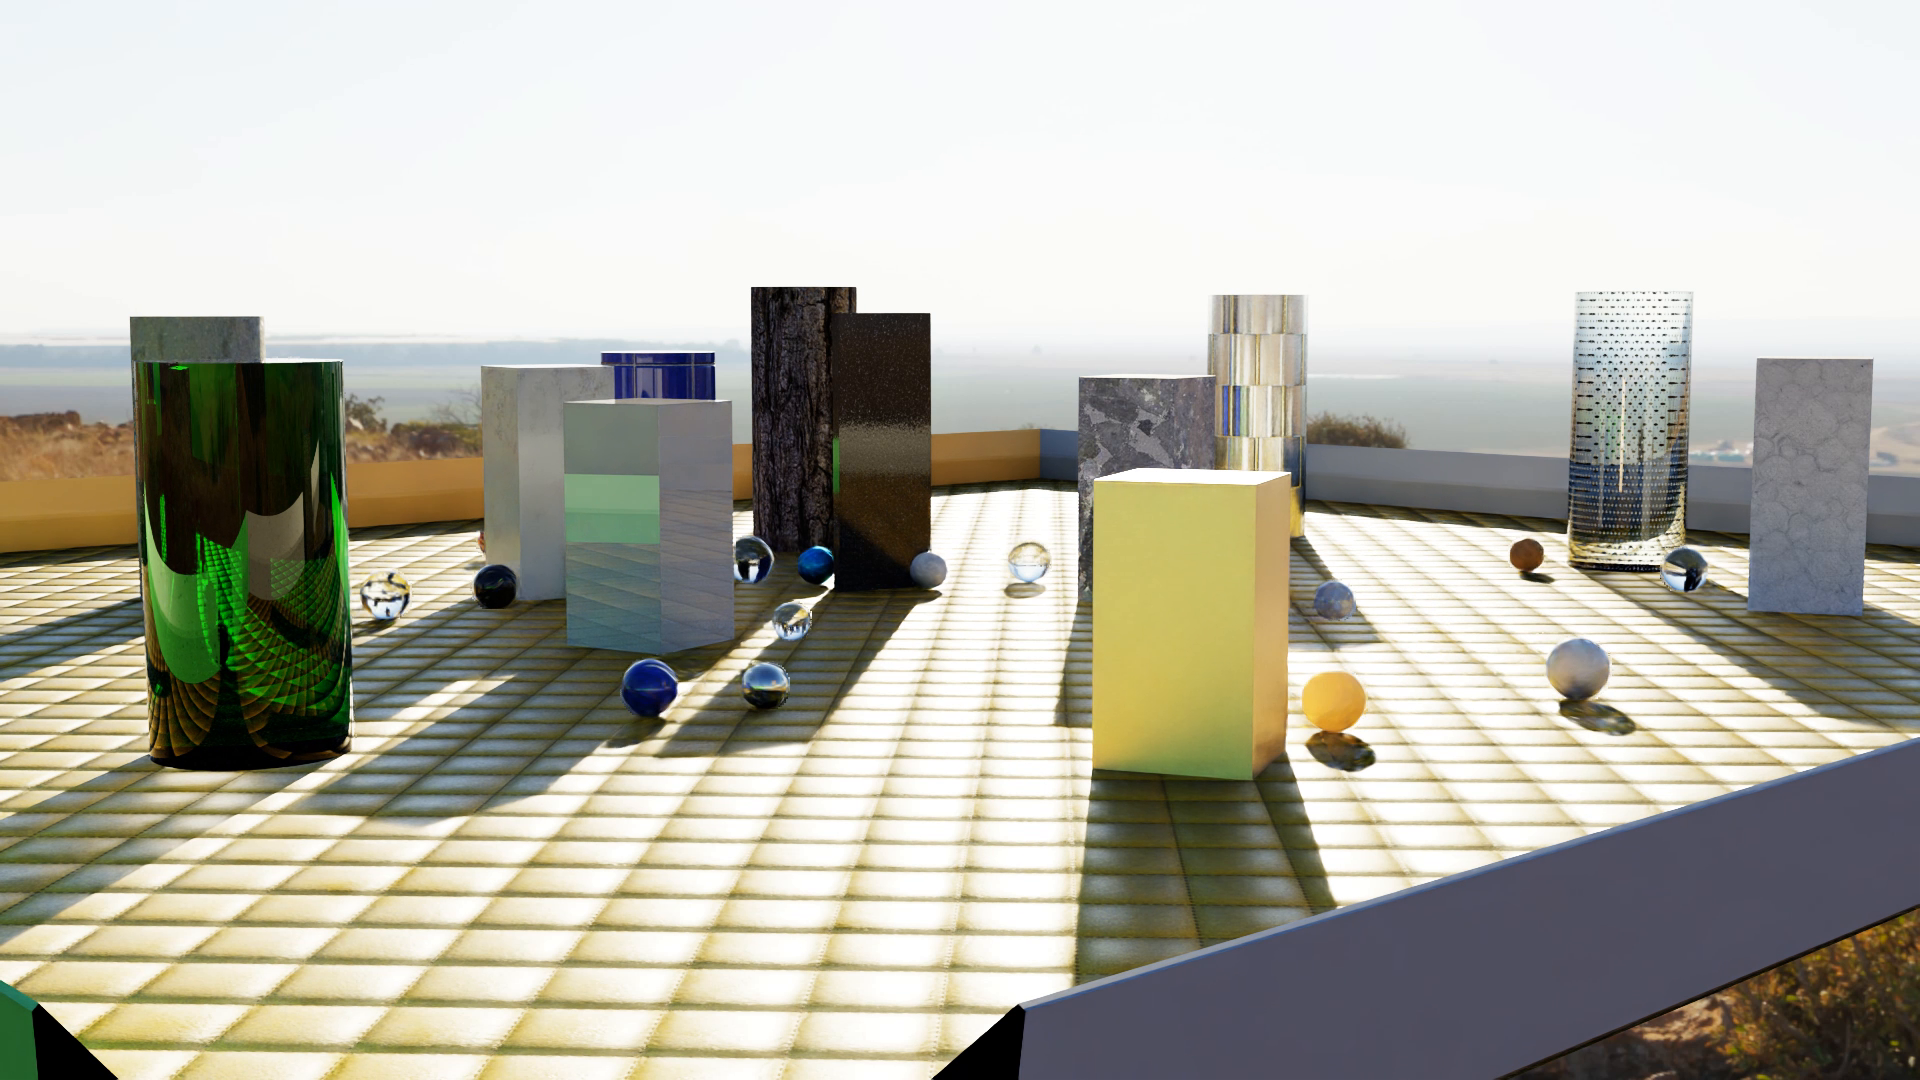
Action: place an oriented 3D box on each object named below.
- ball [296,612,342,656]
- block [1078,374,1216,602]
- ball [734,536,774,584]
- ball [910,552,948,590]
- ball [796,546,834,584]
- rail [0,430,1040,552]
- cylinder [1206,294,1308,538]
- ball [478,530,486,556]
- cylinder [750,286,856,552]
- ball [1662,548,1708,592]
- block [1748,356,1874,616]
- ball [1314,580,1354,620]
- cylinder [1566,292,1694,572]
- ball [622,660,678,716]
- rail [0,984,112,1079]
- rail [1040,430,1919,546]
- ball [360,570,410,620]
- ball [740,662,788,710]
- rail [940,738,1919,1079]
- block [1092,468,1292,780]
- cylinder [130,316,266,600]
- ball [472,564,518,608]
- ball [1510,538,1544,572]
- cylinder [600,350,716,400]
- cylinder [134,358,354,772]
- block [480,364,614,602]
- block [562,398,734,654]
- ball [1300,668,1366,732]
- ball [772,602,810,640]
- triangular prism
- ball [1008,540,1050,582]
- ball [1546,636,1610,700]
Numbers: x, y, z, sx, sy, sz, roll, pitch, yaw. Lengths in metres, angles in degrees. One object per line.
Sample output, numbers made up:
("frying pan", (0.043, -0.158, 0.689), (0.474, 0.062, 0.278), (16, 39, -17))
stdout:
("ball", (-0.829, 0.122, 2.844), (0.057, 0.057, 0.057), (0, 6, 0))
("block", (0.289, -0.081, 3.403), (0.159, 0.344, 0.159), (3, 7, 29))
("ball", (-0.344, 0.033, 3.601), (0.077, 0.077, 0.077), (0, 6, 0))
("ball", (-0.050, 0.049, 3.526), (0.061, 0.061, 0.061), (0, 6, 0))
("ball", (-0.235, 0.042, 3.587), (0.062, 0.062, 0.062), (0, 6, 0))
("rail", (-1.163, -0.097, 4.585), (3.791, 0.129, 0.045), (-5, 8, -42))
("cylinder", (0.590, -0.249, 4.376), (0.199, 0.476, 0.199), (0, 6, 0))
("ball", (-0.834, 0.003, 3.952), (0.064, 0.064, 0.064), (0, 6, 0))
("cylinder", (-0.292, -0.230, 4.137), (0.199, 0.489, 0.199), (0, 6, 0))
("ball", (1.152, 0.047, 3.495), (0.070, 0.070, 0.070), (0, 6, 0))
("block", (1.278, -0.086, 3.303), (0.159, 0.375, 0.159), (2, 6, 23))
("ball", (0.539, 0.087, 3.168), (0.058, 0.058, 0.058), (0, 6, 0))
("cylinder", (1.165, -0.192, 3.827), (0.199, 0.477, 0.199), (0, 6, 0))
("ball", (-0.342, 0.163, 2.423), (0.063, 0.063, 0.063), (0, 6, 0))
("rail", (-1.376, 0.165, 2.069), (0.045, 0.129, 3.477), (-5, 8, -42))
("rail", (1.376, -0.098, 4.594), (0.045, 0.129, 3.477), (-5, 8, -42))
("ball", (-0.832, 0.079, 3.183), (0.072, 0.072, 0.072), (0, 6, 0))
("ball", (-0.219, 0.164, 2.464), (0.052, 0.052, 0.052), (0, 6, 0))
("rail", (1.163, 0.164, 2.078), (3.791, 0.129, 0.045), (-5, 8, -42))
("block", (0.231, 0.078, 2.179), (0.159, 0.283, 0.159), (2, 6, 20))
("cylinder", (-1.183, -0.130, 3.435), (0.199, 0.436, 0.199), (0, 6, 0))
("ball", (-0.696, 0.069, 3.296), (0.068, 0.068, 0.068), (0, 6, 0))
("ball", (0.971, 0.025, 3.766), (0.059, 0.059, 0.059), (0, 6, 0))
("cylinder", (-0.526, -0.142, 3.850), (0.199, 0.373, 0.199), (0, 6, 0))
("cylinder", (-0.718, 0.018, 2.213), (0.199, 0.395, 0.199), (0, 6, 0))
("block", (-0.648, -0.095, 3.470), (0.159, 0.358, 0.159), (-4, 7, -32))
("block", (-0.416, -0.024, 2.949), (0.159, 0.324, 0.159), (3, 7, 30))
("ball", (0.396, 0.170, 2.330), (0.068, 0.068, 0.068), (0, 6, 0))
("ball", (-0.228, 0.110, 2.975), (0.052, 0.052, 0.052), (0, 6, 0))
("triangular prism", (-0.157, -0.148, 3.576), (0.172, 0.441, 0.149), (-3, 7, -29))
("ball", (0.113, 0.035, 3.616), (0.070, 0.070, 0.070), (0, 6, 0))
("ball", (0.709, 0.147, 2.523), (0.073, 0.073, 0.073), (0, 6, 0))
